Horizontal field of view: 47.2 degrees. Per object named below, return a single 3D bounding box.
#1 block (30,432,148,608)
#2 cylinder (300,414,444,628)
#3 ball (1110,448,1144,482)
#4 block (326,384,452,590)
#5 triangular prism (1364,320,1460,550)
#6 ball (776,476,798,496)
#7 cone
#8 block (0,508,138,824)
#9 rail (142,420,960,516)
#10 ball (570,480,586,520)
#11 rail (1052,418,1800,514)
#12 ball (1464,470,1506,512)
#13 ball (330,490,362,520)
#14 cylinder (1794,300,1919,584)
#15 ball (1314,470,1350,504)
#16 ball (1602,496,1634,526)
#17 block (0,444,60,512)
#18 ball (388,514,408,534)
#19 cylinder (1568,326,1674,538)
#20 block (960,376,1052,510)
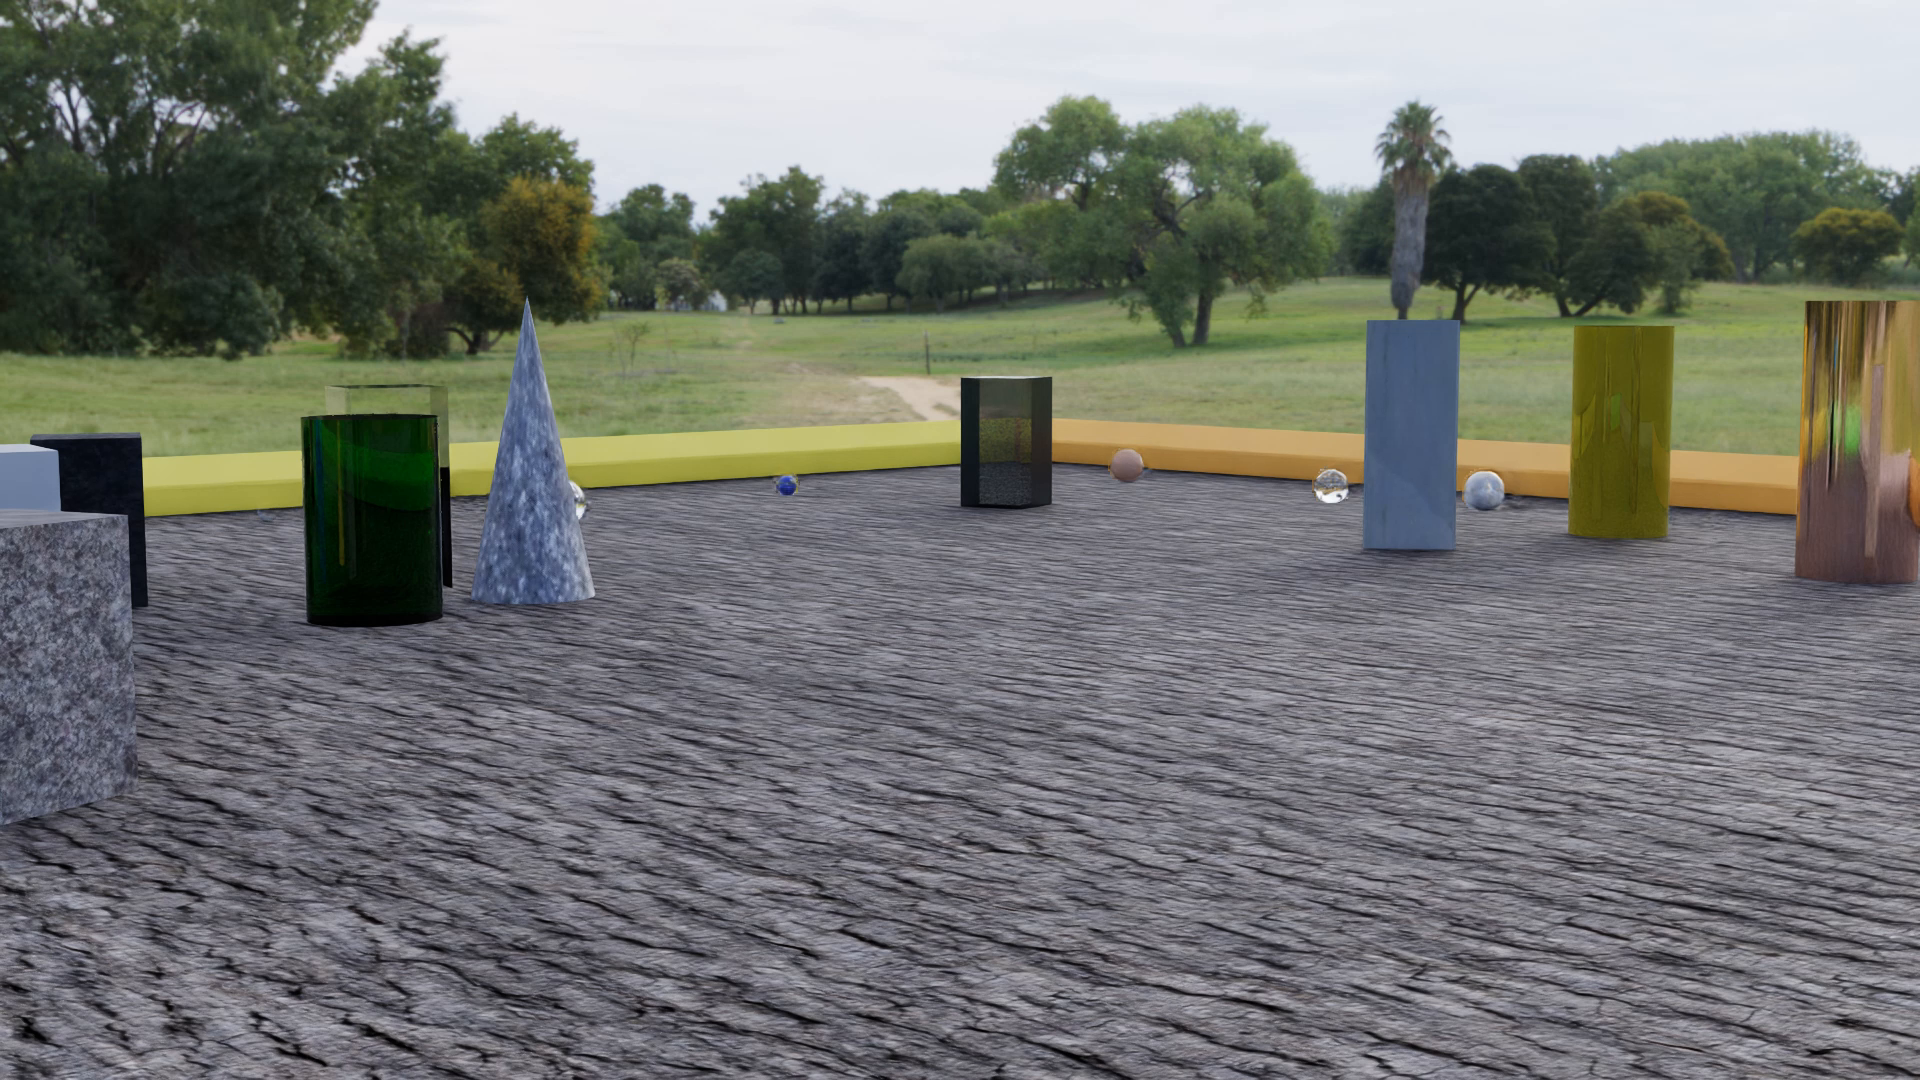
[{"bbox_3d":[-1.316,-0.031,3.325,0.153,0.253,0.153,-2,6,-21],"label":"block"},{"bbox_3d":[-0.844,-0.032,3.159,0.191,0.290,0.191,0,6,0],"label":"cylinder"},{"bbox_3d":[0.430,-0.192,5.660,0.085,0.085,0.085,0,6,0],"label":"ball"},{"bbox_3d":[-0.914,-0.085,3.517,0.153,0.321,0.153,-4,7,-30],"label":"block"},{"bbox_3d":[0.843,-0.201,4.136,0.166,0.423,0.143,1,6,8],"label":"triangular prism"},{"bbox_3d":[-0.412,-0.130,5.238,0.049,0.049,0.049,0,6,0],"label":"ball"},{"bbox_3d":[-0.663,-0.144,3.393,0.191,0.464,0.191,0,6,0],"label":"cone"},{"bbox_3d":[-0.863,0.108,1.990,0.153,0.256,0.153,3,7,26],"label":"block"},{"bbox_3d":[-1.482,-0.136,4.929,4.602,0.124,0.045,-6,8,-42],"label":"rail"},{"bbox_3d":[-0.814,-0.076,4.509,0.096,0.096,0.096,0,6,0],"label":"ball"},{"bbox_3d":[1.674,-0.129,4.868,0.045,0.124,4.417,-6,8,-42],"label":"rail"},{"bbox_3d":[1.155,-0.109,4.846,0.090,0.090,0.090,0,6,0],"label":"ball"},{"bbox_3d":[-1.293,-0.073,4.630,0.064,0.064,0.064,0,6,0],"label":"ball"},{"bbox_3d":[1.492,-0.166,3.639,0.191,0.457,0.191,0,6,0],"label":"cylinder"},{"bbox_3d":[0.850,-0.122,5.032,0.078,0.078,0.078,0,6,0],"label":"ball"},{"bbox_3d":[1.348,-0.058,4.498,0.062,0.062,0.062,0,6,0],"label":"ball"},{"bbox_3d":[-1.107,0.042,2.473,0.153,0.287,0.153,-4,7,-35],"label":"block"},{"bbox_3d":[-1.114,-0.033,4.357,0.041,0.041,0.041,0,6,0],"label":"ball"},{"bbox_3d":[1.305,-0.217,4.342,0.191,0.410,0.191,0,6,0],"label":"cylinder"},{"bbox_3d":[0.105,-0.223,4.970,0.153,0.290,0.153,3,7,29],"label":"block"}]
